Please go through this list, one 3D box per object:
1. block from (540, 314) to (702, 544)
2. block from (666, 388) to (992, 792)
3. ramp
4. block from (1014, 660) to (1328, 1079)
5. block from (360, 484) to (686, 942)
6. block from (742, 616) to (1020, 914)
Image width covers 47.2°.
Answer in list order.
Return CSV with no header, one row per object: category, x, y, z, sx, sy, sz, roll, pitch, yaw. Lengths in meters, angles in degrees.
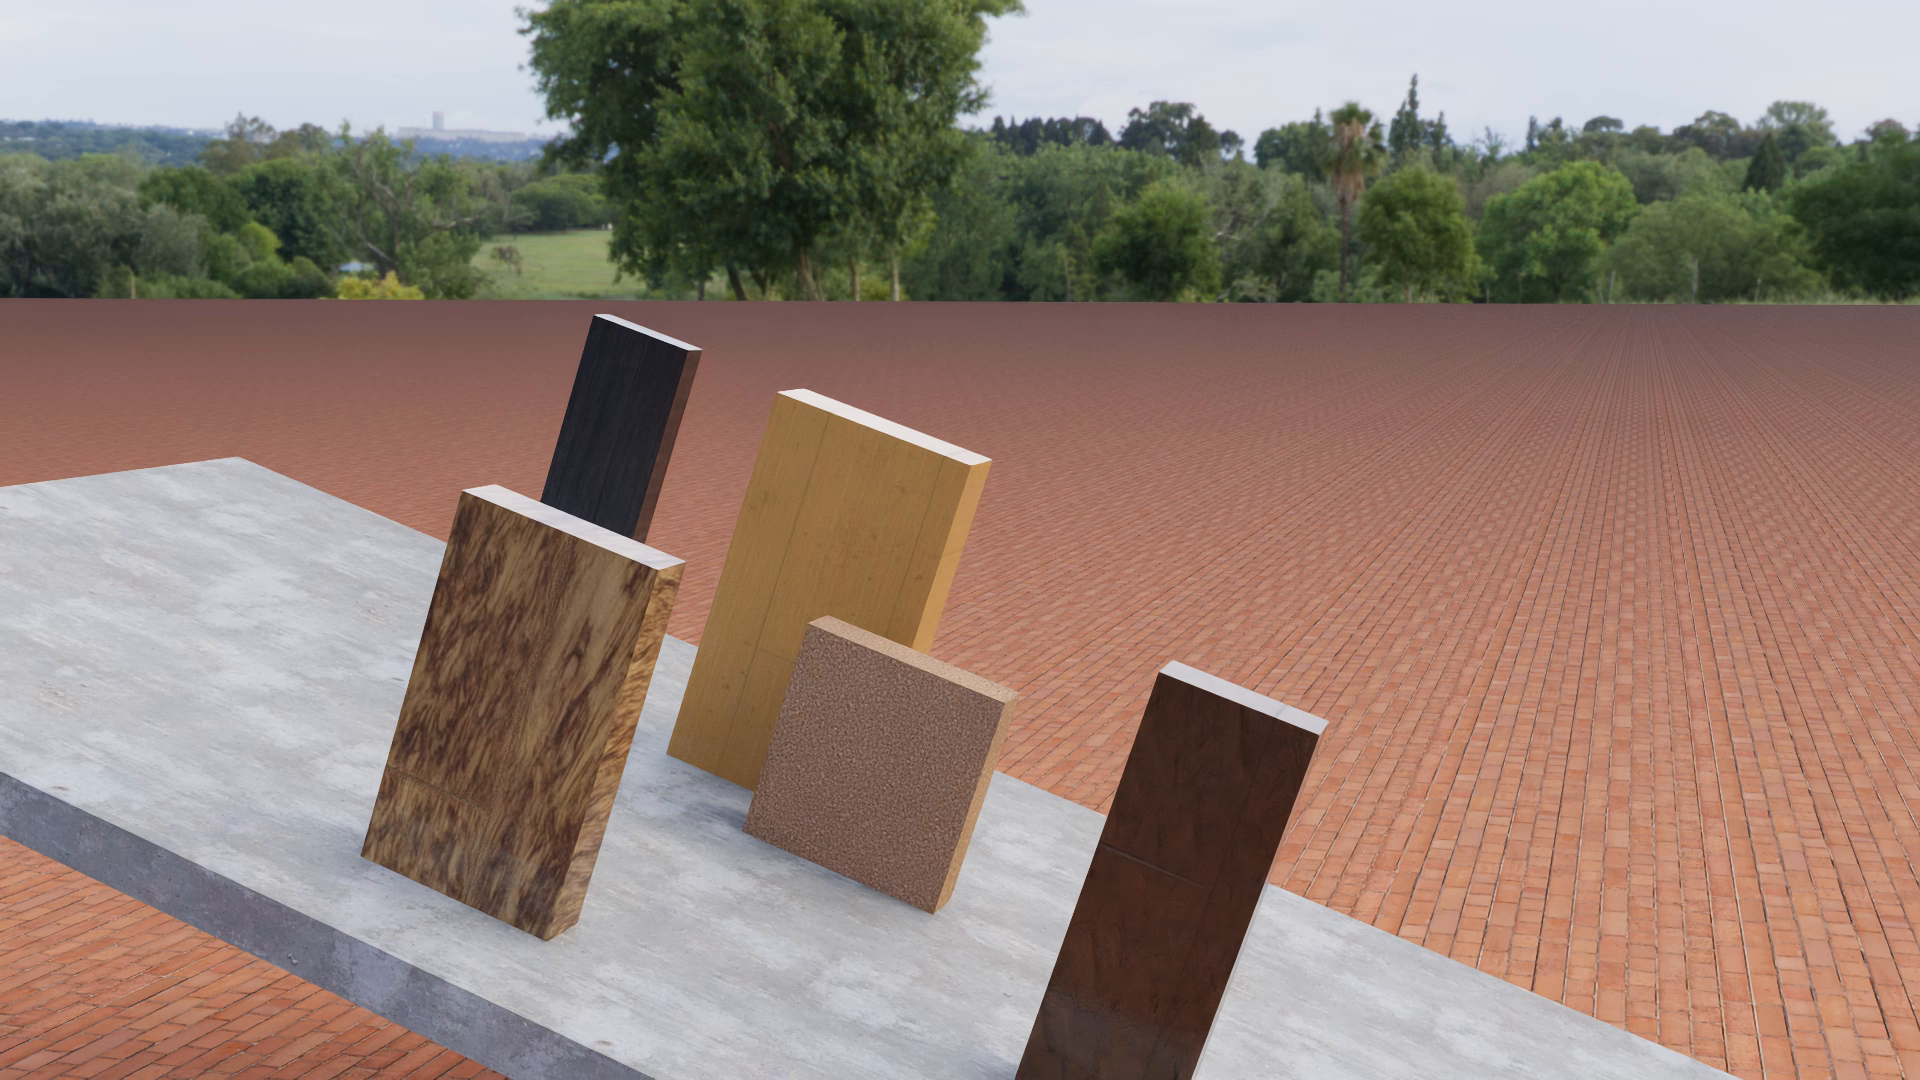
block,-0.831,-0.155,5.176,0.251,0.705,0.081,21,12,14
block,-0.270,0.140,4.472,0.426,0.791,0.147,21,12,14
ramp,-0.348,0.650,4.220,4.000,0.100,2.000,21,12,14
block,0.330,0.585,3.494,0.263,0.735,0.109,21,12,14
block,-0.710,0.277,3.557,0.356,0.644,0.106,21,12,14
block,-0.153,0.427,4.210,0.410,0.438,0.107,21,12,14
